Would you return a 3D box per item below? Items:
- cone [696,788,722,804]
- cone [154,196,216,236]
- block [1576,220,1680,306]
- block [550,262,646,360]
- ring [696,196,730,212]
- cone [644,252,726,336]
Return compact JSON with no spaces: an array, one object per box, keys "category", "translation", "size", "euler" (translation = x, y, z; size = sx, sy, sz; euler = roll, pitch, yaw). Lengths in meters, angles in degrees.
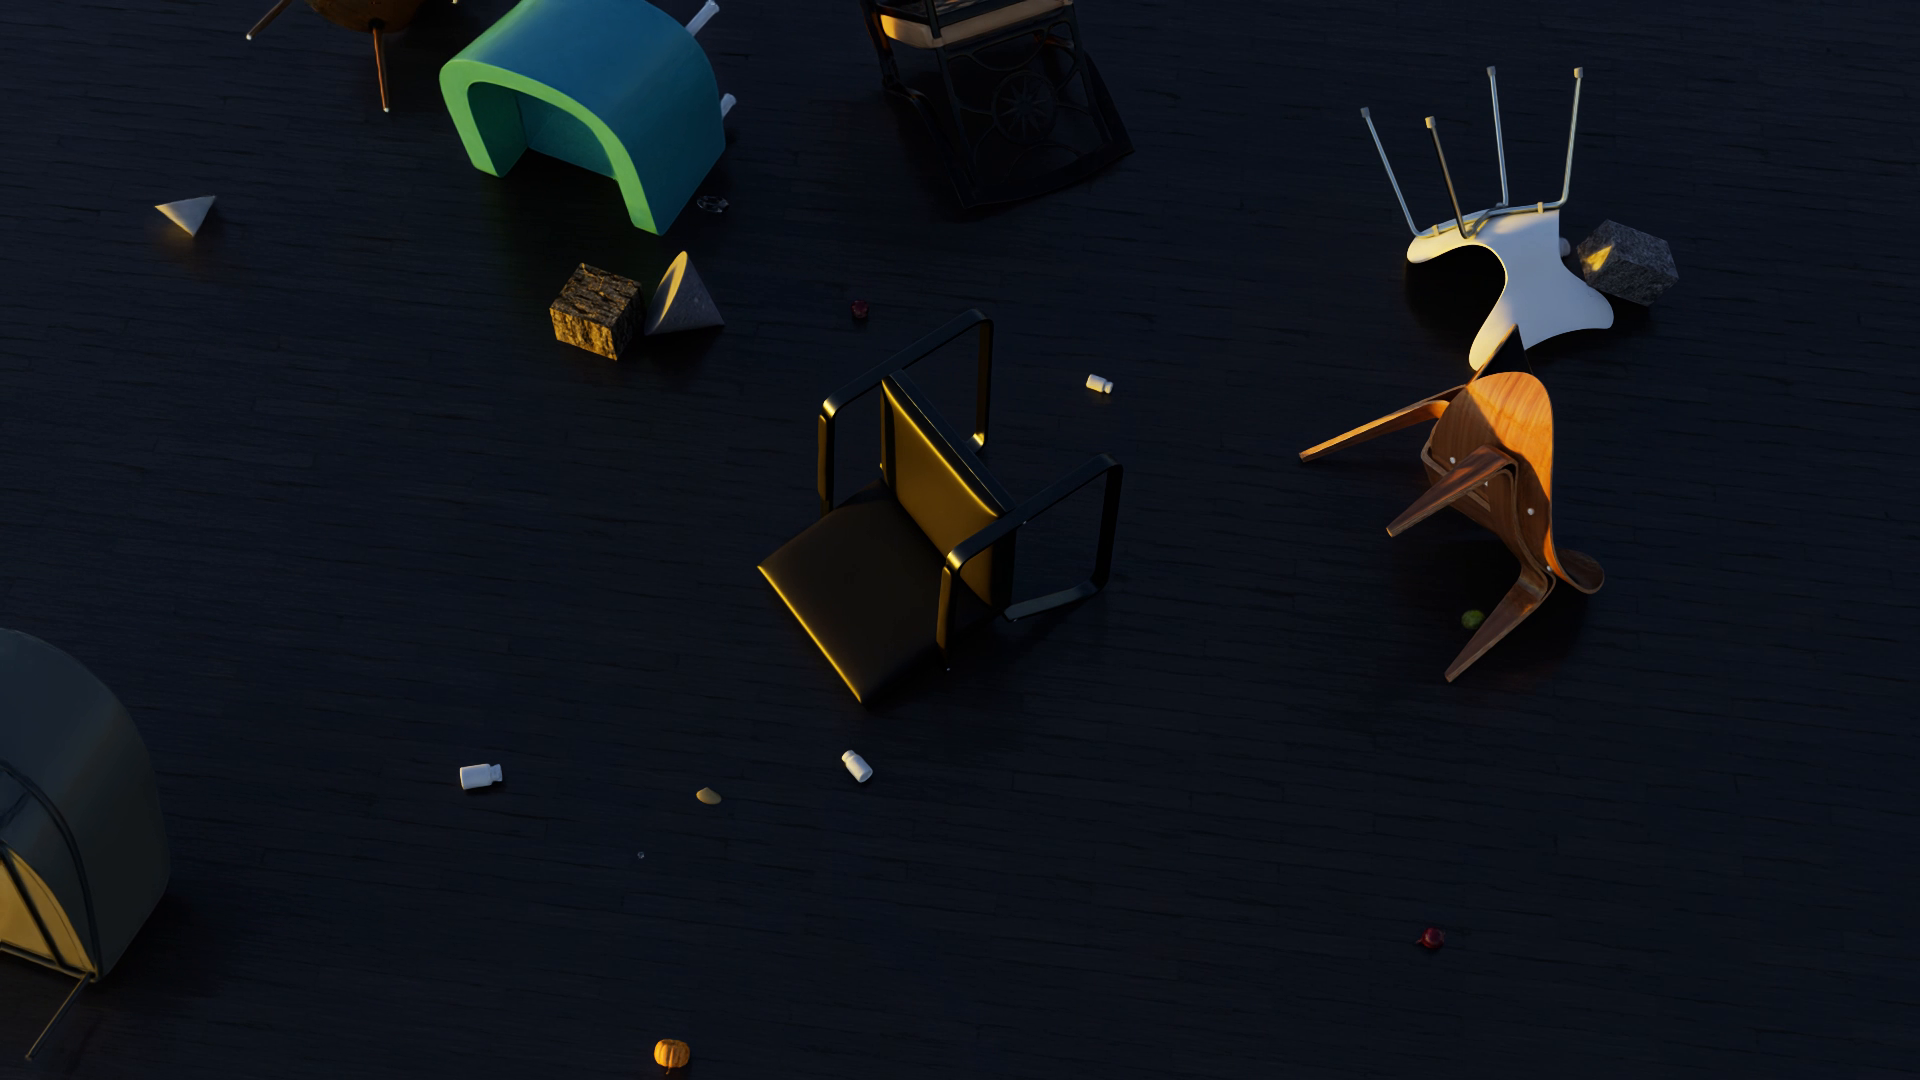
[{"category":"cone","translation":[-0.695,0.696,6.071],"size":[0.074,0.060,0.042],"euler":[17,58,11]},{"category":"cone","translation":[-2.533,-1.054,7.234],"size":[0.193,0.208,0.117],"euler":[-10,99,6]},{"category":"block","translation":[2.130,-0.883,7.016],"size":[0.255,0.146,0.162],"euler":[14,52,-25]},{"category":"block","translation":[-1.144,-0.725,6.967],"size":[0.216,0.155,0.204],"euler":[20,58,13]},{"category":"ring","translation":[-0.820,-1.117,7.301],"size":[0.113,0.039,0.049],"euler":[11,54,8]},{"category":"cone","translation":[-0.841,-0.734,6.996],"size":[0.219,0.273,0.314],"euler":[27,49,-21]}]
